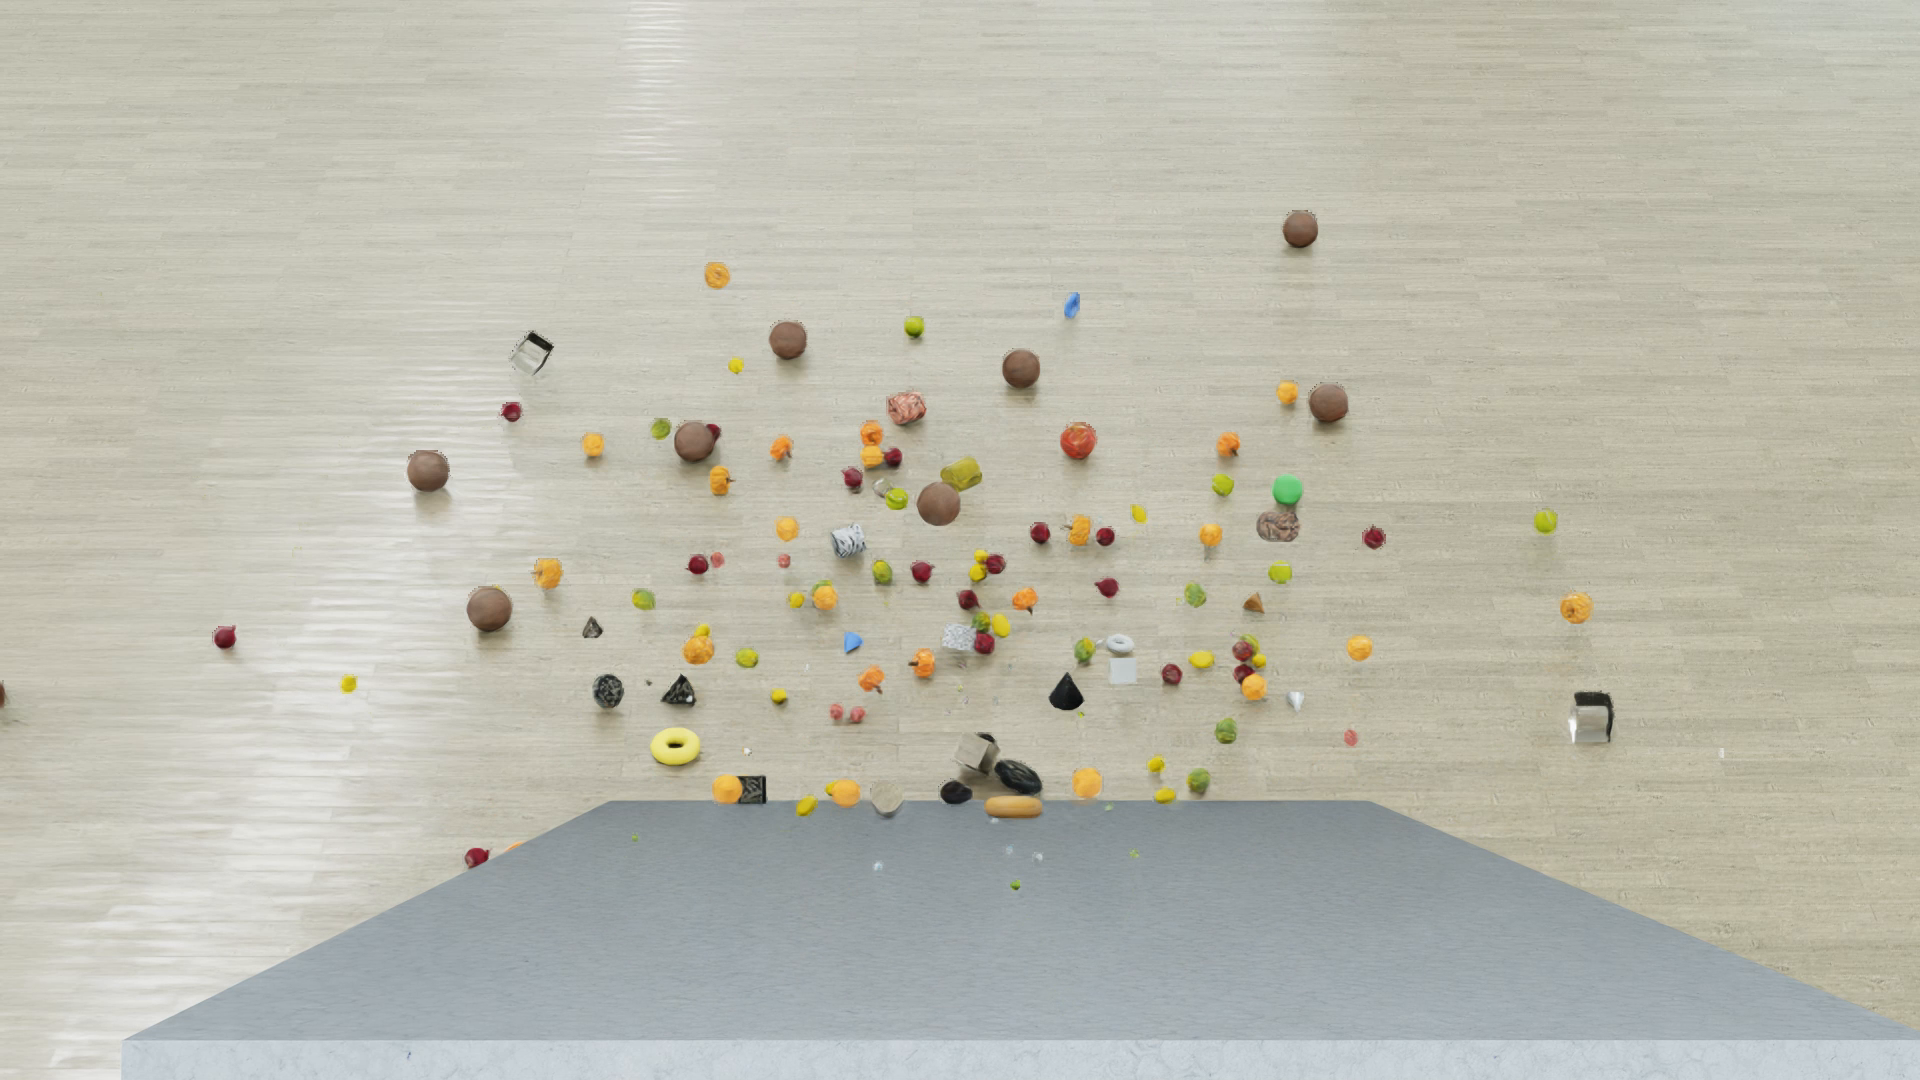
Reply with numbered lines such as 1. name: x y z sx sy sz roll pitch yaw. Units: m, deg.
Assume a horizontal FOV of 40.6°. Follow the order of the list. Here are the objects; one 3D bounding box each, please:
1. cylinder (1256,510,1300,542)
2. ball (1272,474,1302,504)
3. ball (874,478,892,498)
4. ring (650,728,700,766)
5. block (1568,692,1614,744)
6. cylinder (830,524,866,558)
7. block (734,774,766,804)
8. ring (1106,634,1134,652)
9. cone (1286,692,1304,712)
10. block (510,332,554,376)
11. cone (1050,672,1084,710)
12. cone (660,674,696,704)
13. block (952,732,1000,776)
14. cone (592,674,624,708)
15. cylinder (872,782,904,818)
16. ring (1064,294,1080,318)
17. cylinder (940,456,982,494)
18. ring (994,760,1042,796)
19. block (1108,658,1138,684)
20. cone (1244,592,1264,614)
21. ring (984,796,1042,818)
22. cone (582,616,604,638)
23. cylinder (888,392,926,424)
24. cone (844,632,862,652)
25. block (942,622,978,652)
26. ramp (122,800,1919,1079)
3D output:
1. cylinder: 0.944 -0.041 7.717 0.090 0.090 0.090 -25 15 -31
2. ball: 1.020 -0.157 8.095 0.096 0.096 0.096 0 35 0
3. ball: -0.242 -0.164 8.136 0.058 0.058 0.058 0 35 0
4. ring: -0.779 0.565 7.122 0.137 0.046 0.137 1 35 -1
5. block: 1.745 0.490 7.183 0.098 0.098 0.098 2 35 3
6. cylinder: -0.338 0.004 7.853 0.083 0.083 0.083 -18 39 -15
7. block: -0.544 0.647 6.728 0.072 0.072 0.072 0 -2 -13
8. ring: 0.463 0.300 7.508 0.081 0.027 0.081 3 28 -2
9. cone: 0.945 0.460 7.289 0.054 0.054 0.054 -2 62 -3
10. block: -1.428 -0.619 8.662 0.091 0.091 0.091 34 54 -17
11. cone: 0.300 0.408 7.298 0.098 0.098 0.098 0 35 0
12. cone: -0.806 0.439 7.304 0.092 0.092 0.092 -24 33 13
13. block: 0.045 0.577 7.030 0.081 0.081 0.081 23 82 26
14. cone: -1.001 0.425 7.243 0.097 0.097 0.097 11 2 15
15. cylinder: -0.172 0.620 6.210 0.074 0.074 0.074 0 73 0
16. ring: 0.388 -0.813 9.028 0.028 0.084 0.084 19 40 20
17. cylinder: 0.004 -0.200 8.079 0.092 0.092 0.092 -24 42 -27
18. ring: 0.157 0.638 6.980 0.139 0.046 0.139 25 13 -6
19. block: 0.454 0.366 7.265 0.071 0.071 0.071 -2 -5 -4
20. cone: 0.878 0.197 7.654 0.062 0.062 0.062 46 51 14
21. ring: 0.130 0.643 6.262 0.142 0.047 0.142 1 -2 0
22. cone: -1.072 0.244 7.561 0.061 0.061 0.061 0 35 0
23. cylinder: -0.174 -0.432 8.480 0.091 0.091 0.091 -17 39 -24
24. cone: -0.321 0.305 7.498 0.060 0.060 0.060 19 60 25
25. block: -0.001 0.279 7.465 0.065 0.065 0.065 14 3 37
26. ramp: 0.078 0.669 4.853 2.000 0.100 4.000 0 -2 0
